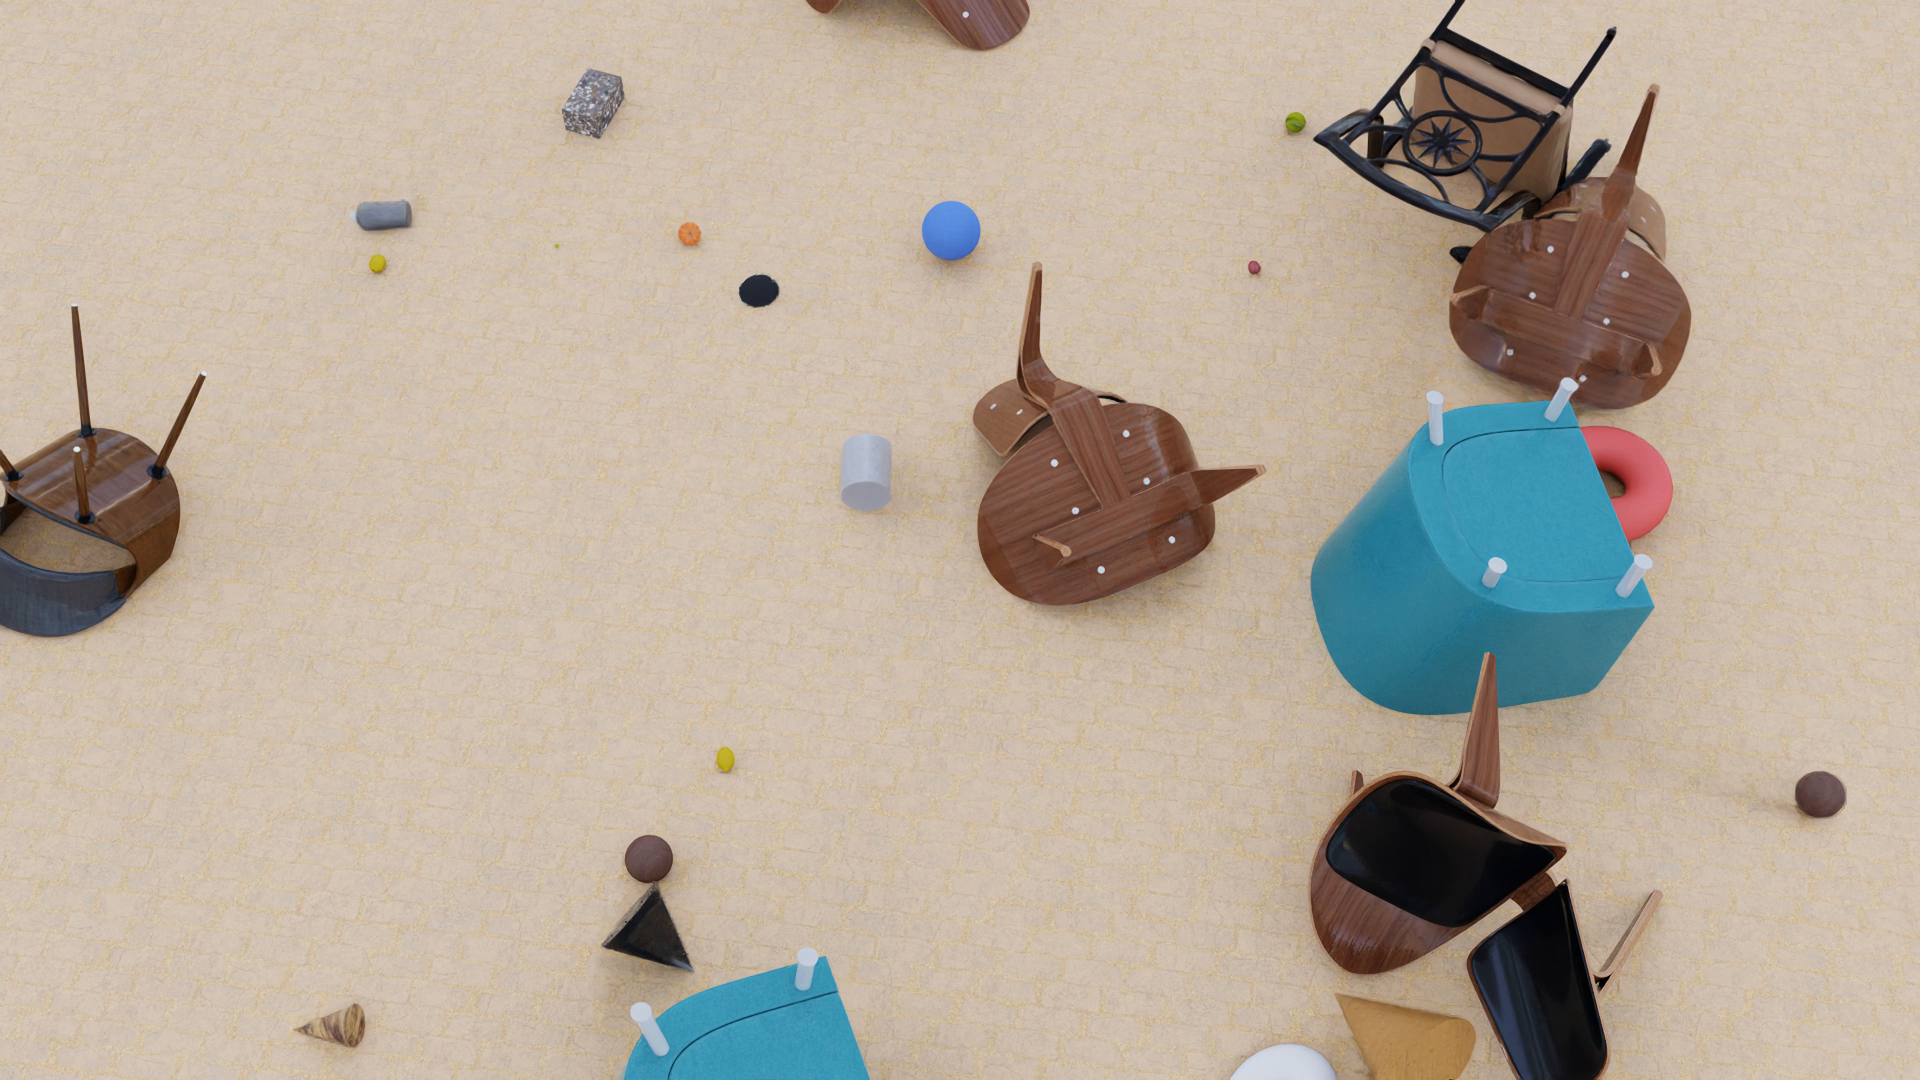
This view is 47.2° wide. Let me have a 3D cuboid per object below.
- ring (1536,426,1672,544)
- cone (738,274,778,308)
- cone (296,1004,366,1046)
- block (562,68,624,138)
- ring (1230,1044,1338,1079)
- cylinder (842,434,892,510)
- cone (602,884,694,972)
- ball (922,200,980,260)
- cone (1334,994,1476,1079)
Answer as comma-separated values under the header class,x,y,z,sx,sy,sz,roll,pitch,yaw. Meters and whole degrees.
class,x,y,z,sx,sy,sz,roll,pitch,yaw
ring,1.932,-0.168,6.602,0.413,0.142,0.399,-22,60,-15
cone,-0.651,-0.819,7.095,0.128,0.109,0.094,-9,27,-3
cone,-1.649,1.263,5.698,0.181,0.098,0.112,-8,39,17
block,-1.252,-1.492,7.516,0.127,0.099,0.209,16,58,11
ring,0.811,1.430,5.580,0.272,0.059,0.347,38,63,22
cylinder,-0.281,-0.203,6.618,0.150,0.155,0.175,15,53,-22
cone,-0.786,1.065,5.797,0.231,0.242,0.211,42,100,-5
ball,-0.029,-1.004,7.132,0.192,0.192,0.192,0,56,0
cone,1.082,1.258,5.651,0.320,0.276,0.348,-22,36,-29
